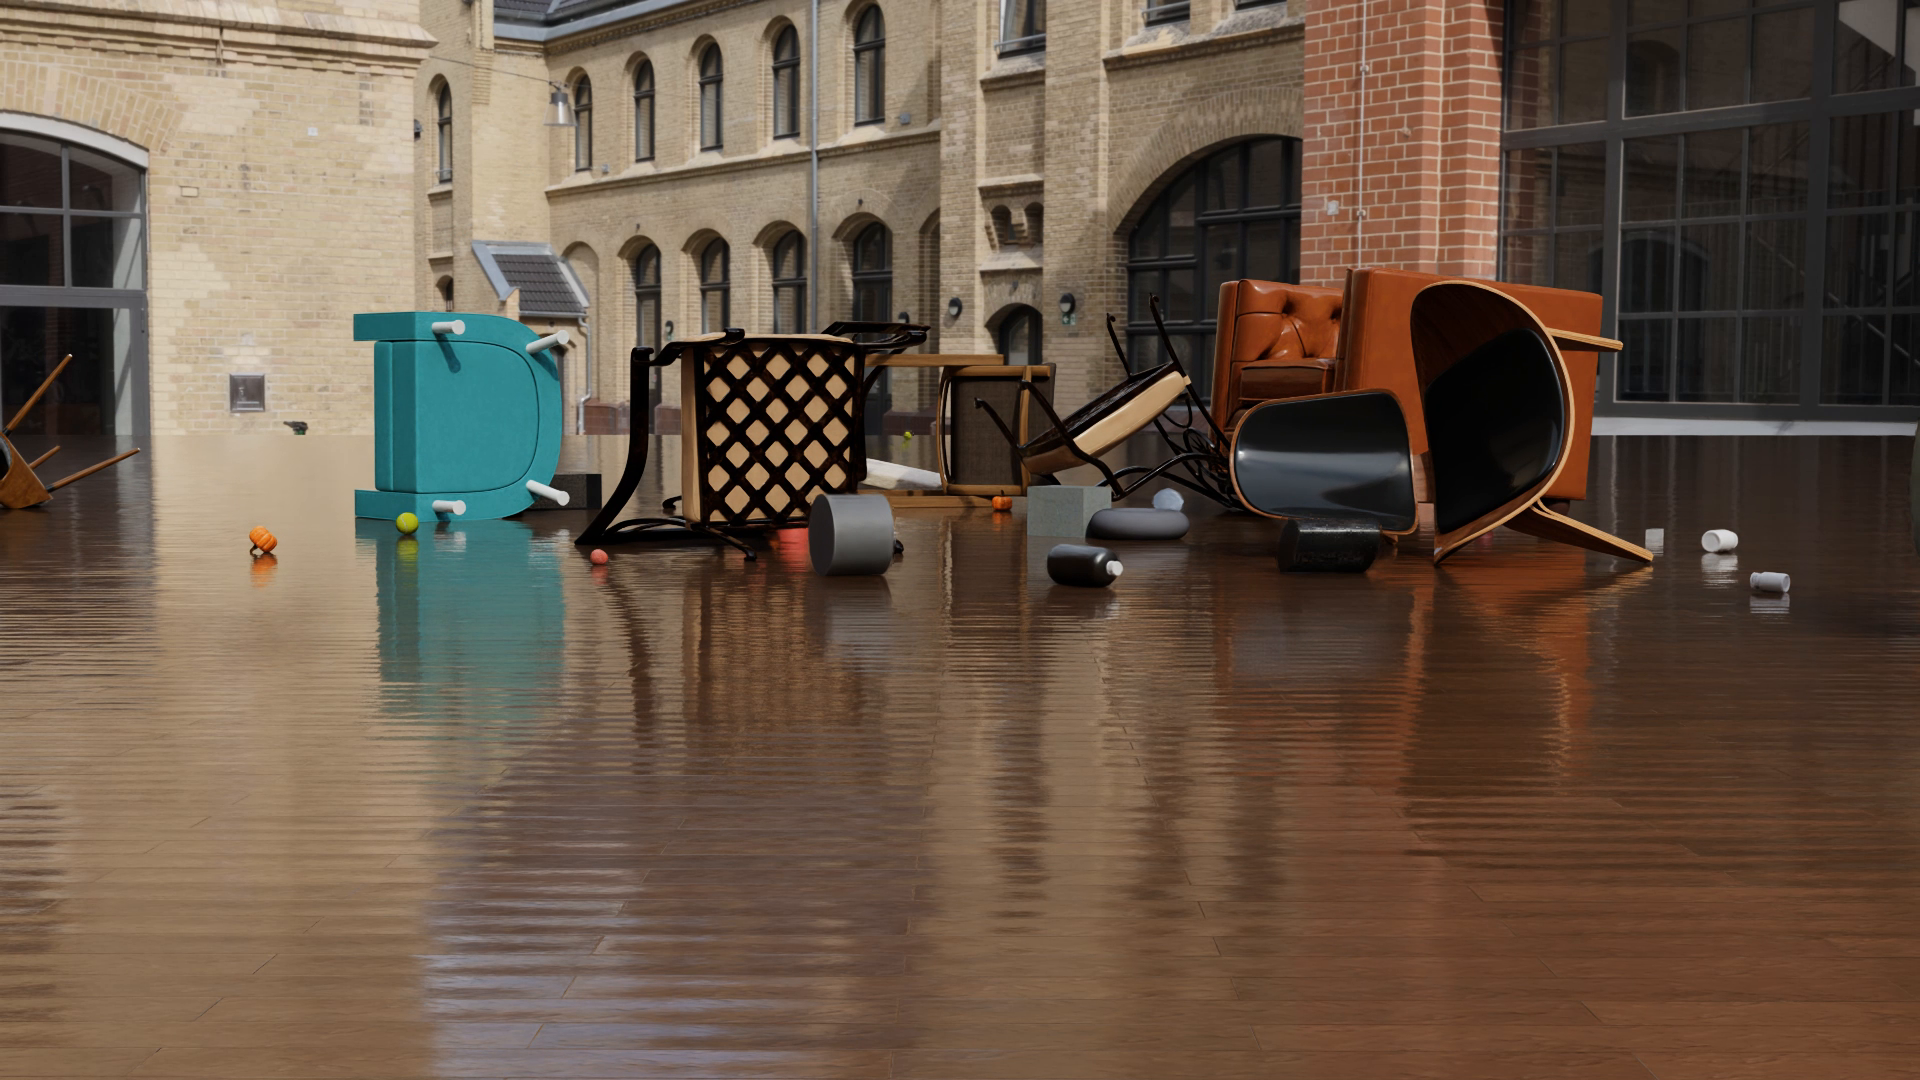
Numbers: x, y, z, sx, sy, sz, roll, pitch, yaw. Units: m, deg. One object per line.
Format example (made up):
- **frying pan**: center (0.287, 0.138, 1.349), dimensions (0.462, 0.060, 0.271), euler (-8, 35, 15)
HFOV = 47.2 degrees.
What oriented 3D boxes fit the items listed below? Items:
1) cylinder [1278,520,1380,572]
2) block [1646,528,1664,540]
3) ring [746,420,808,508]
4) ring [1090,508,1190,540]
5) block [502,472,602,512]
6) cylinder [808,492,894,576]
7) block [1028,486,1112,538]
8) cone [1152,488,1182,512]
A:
- **cylinder**: center (0.893, 0.015, 5.342), dimensions (0.197, 0.110, 0.228), euler (0, -19, -5)
- **block**: center (2.087, -0.018, 6.608), dimensions (0.033, 0.028, 0.078), euler (2, 5, 32)
- **ring**: center (-0.683, -0.279, 8.195), dimensions (0.123, 0.400, 0.211), euler (9, 45, 36)
- **ring**: center (0.542, -0.048, 6.630), dimensions (0.301, 0.087, 0.283), euler (0, 5, -9)
- **block**: center (-1.534, -0.184, 8.255), dimensions (0.302, 0.133, 0.264), euler (-2, 4, -29)
- **cylinder**: center (-0.264, -0.014, 5.307), dimensions (0.149, 0.197, 0.205), euler (-2, -23, -21)
- **block**: center (0.336, -0.089, 6.762), dimensions (0.213, 0.149, 0.146), euler (3, 5, 39)
- **cone**: center (0.731, -0.115, 7.876), dimensions (0.113, 0.101, 0.115), euler (-26, -15, -17)
